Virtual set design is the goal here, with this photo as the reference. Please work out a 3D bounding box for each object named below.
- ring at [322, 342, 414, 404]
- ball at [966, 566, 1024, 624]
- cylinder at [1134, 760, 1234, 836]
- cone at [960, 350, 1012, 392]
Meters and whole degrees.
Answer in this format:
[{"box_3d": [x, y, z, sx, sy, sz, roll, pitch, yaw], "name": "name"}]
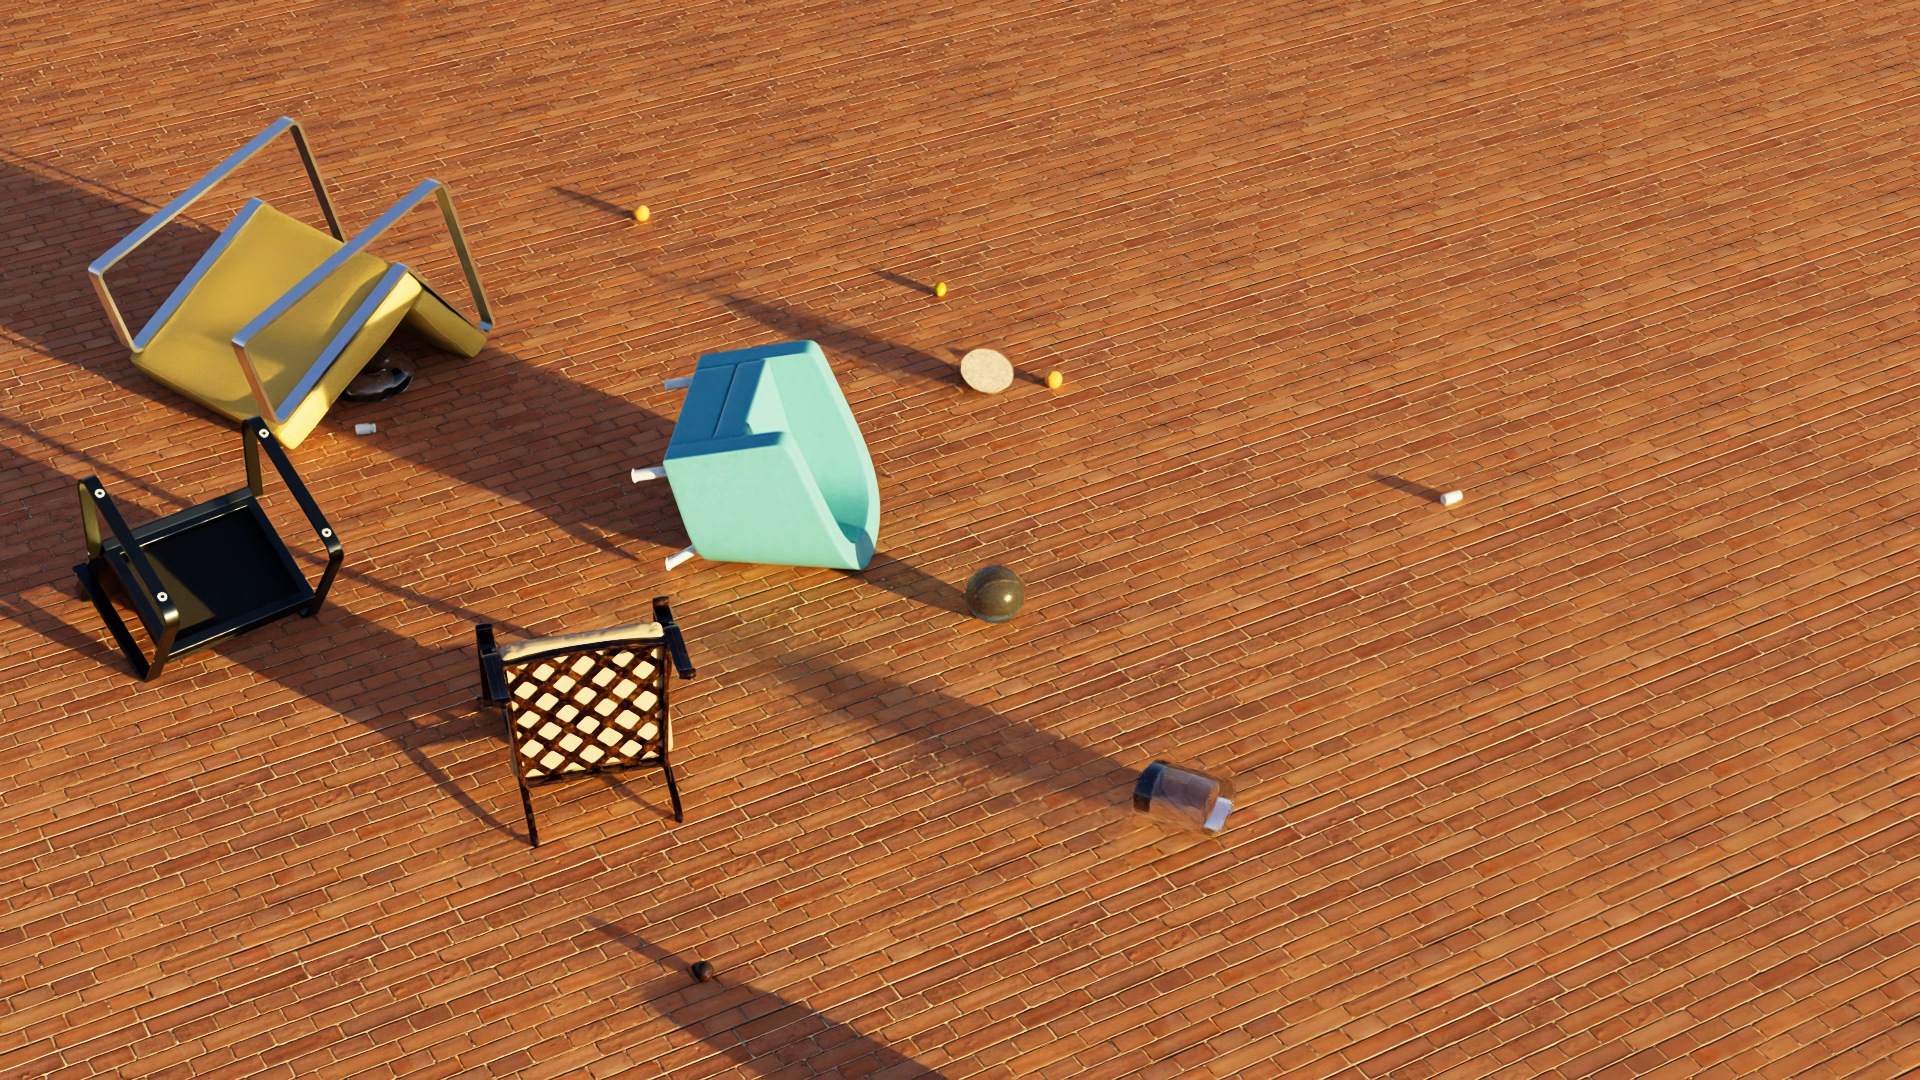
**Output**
[{"box_3d": [-2.396, -0.677, 11.872, 0.370, 0.113, 0.397, -6, 33, -11], "name": "ring"}, {"box_3d": [0.124, 0.194, 10.461, 0.208, 0.208, 0.208, 0, 33, 0], "name": "ball"}, {"box_3d": [0.724, 0.832, 9.479, 0.234, 0.189, 0.306, 16, 7, 22], "name": "cylinder"}, {"box_3d": [0.059, -0.693, 11.916, 0.242, 0.172, 0.223, 15, 0, -28], "name": "cone"}]
